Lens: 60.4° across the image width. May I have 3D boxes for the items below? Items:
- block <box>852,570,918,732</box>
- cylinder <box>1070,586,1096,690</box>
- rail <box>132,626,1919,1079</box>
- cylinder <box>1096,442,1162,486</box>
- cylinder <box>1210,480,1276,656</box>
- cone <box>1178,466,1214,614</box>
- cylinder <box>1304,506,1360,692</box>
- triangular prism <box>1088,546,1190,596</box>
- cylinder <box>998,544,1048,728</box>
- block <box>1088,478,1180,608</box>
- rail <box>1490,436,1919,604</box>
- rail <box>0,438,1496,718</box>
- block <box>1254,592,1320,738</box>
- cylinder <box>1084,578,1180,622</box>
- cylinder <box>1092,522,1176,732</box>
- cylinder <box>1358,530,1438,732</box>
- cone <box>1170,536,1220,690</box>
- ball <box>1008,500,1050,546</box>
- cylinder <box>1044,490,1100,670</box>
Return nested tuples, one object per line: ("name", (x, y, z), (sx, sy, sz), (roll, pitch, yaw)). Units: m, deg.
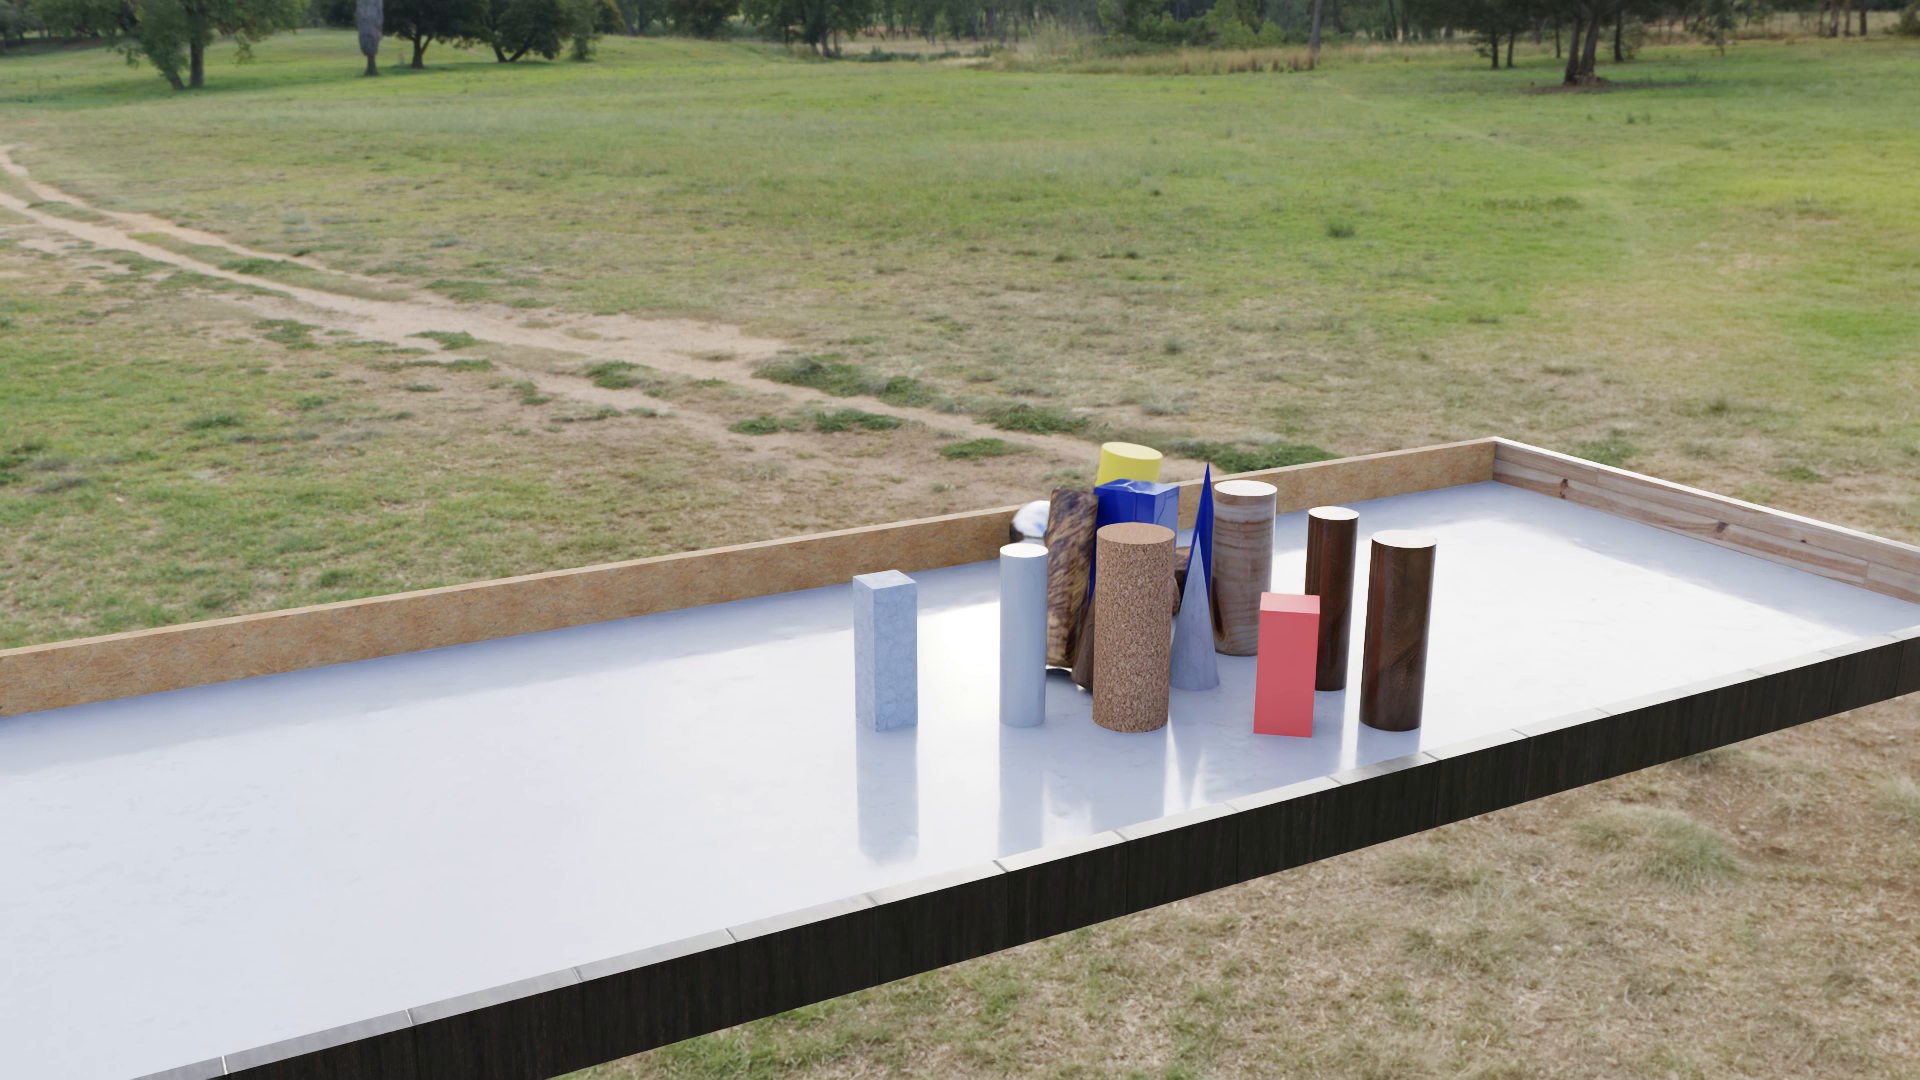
("block", (-0.174, 0.258, 3.856), (0.111, 0.349, 0.111), (-9, 18, -27))
("cylinder", (0.383, 0.170, 4.035), (0.132, 0.398, 0.132), (12, 21, -5))
("rail", (-2.336, 1.006, 1.665), (12.000, 0.150, 0.050), (-9, 18, -27))
("cylinder", (0.472, -0.069, 4.840), (0.176, 0.401, 0.176), (8, 17, -2))
("cylinder", (0.740, 0.074, 4.330), (0.160, 0.435, 0.160), (0, 16, 0))
("cone", (0.680, -0.006, 4.578), (0.133, 0.449, 0.133), (0, 16, 0))
("cylinder", (0.910, 0.146, 4.075), (0.120, 0.441, 0.120), (0, 16, 0))
("triangular prism", (0.537, 0.081, 4.731), (0.426, 0.149, 0.129), (-4, 56, -13))
("cylinder", (0.147, 0.224, 3.853), (0.111, 0.418, 0.111), (0, 16, 0))
("block", (0.454, 0.070, 4.333), (0.170, 0.428, 0.170), (8, 13, 27))
("rail", (2.466, -0.048, 5.253), (0.050, 0.150, 2.100), (-9, 18, -27))
("rail", (-3.305, 0.497, 3.399), (12.000, 0.150, 0.050), (-9, 18, -27))
("block", (0.759, 0.289, 3.835), (0.132, 0.302, 0.132), (3, 17, 11))
("cylinder", (0.434, 0.165, 4.577), (0.325, 0.122, 0.122), (-5, 17, -15))
("cylinder", (0.404, 0.203, 3.852), (0.179, 0.457, 0.179), (0, 16, 0))
("cylinder", (1.019, 0.211, 3.844), (0.146, 0.447, 0.146), (0, 16, 0))
("cone", (0.583, 0.167, 4.095), (0.140, 0.391, 0.140), (0, 16, 0))
("ball", (0.252, -0.020, 5.060), (0.205, 0.205, 0.205), (0, 16, 0))
("cylinder", (0.267, 0.101, 4.202), (0.122, 0.445, 0.122), (7, -6, 1))
